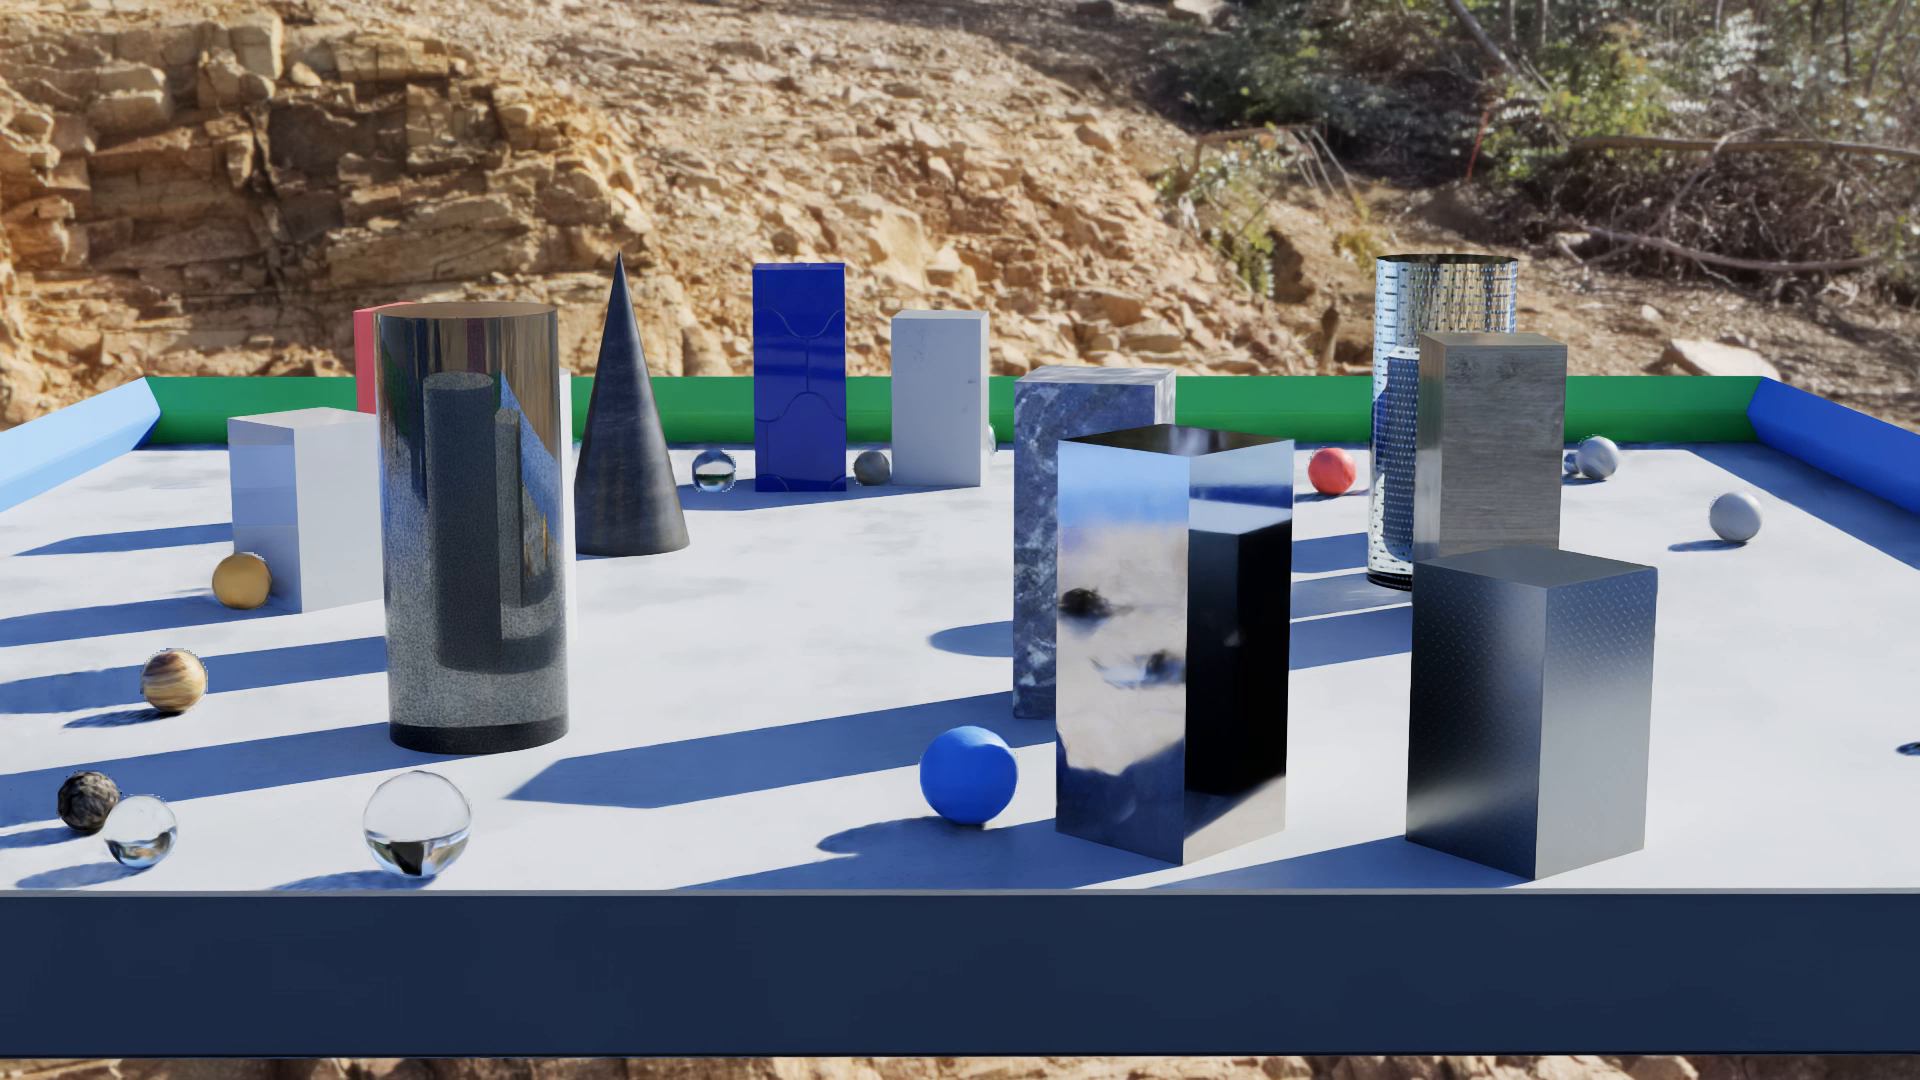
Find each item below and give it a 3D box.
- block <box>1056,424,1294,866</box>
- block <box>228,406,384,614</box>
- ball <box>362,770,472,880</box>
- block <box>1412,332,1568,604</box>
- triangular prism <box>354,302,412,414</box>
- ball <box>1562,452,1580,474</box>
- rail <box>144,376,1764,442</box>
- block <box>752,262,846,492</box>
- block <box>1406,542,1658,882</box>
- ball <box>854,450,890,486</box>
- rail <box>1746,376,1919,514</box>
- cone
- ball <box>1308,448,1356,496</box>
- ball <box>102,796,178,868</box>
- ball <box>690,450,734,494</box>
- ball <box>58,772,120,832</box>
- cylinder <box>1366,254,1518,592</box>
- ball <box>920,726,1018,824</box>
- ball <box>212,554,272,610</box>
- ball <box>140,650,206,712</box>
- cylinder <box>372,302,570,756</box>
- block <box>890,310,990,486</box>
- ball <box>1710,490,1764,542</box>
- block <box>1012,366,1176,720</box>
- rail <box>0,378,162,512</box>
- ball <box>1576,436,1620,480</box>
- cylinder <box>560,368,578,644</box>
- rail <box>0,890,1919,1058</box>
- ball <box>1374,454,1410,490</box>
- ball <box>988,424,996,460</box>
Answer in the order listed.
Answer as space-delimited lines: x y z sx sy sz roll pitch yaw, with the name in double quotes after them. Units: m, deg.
0.202 0.093 2.435 0.157 0.380 0.157 10 14 43 "block"
-0.890 -0.044 3.533 0.157 0.251 0.157 9 14 41 "block"
-0.491 0.258 2.322 0.098 0.098 0.098 0 11 0 "ball"
0.697 -0.080 3.392 0.157 0.372 0.157 0 11 -2 "block"
-0.898 -0.212 4.193 0.170 0.340 0.147 -3 11 -15 "triangular prism"
1.103 -0.138 4.608 0.042 0.042 0.042 0 11 0 "ball"
-0.009 -0.251 4.979 3.154 0.127 0.045 0 11 0 "rail"
-0.277 -0.285 4.472 0.157 0.382 0.157 0 11 -2 "block"
0.533 0.156 2.401 0.157 0.270 0.157 -8 13 -37 "block"
-0.153 -0.125 4.476 0.064 0.064 0.064 0 11 0 "ball"
1.553 0.031 3.458 0.045 0.127 3.160 0 11 0 "rail"
-0.513 -0.215 3.901 0.196 0.452 0.196 0 11 0 "cone"
0.637 -0.118 4.390 0.082 0.082 0.082 0 11 0 "ball"
-0.752 0.268 2.356 0.066 0.066 0.066 0 11 0 "ball"
-0.425 -0.118 4.411 0.075 0.075 0.075 0 11 0 "ball"
-0.838 0.251 2.467 0.058 0.058 0.058 0 11 0 "ball"
0.681 -0.168 3.630 0.196 0.458 0.196 0 11 0 "cylinder"
0.008 0.228 2.487 0.096 0.096 0.096 0 11 0 "ball"
-0.970 0.057 3.464 0.077 0.077 0.077 0 11 0 "ball"
-0.894 0.161 2.918 0.071 0.071 0.071 0 11 0 "ball"
-0.531 -0.018 2.795 0.196 0.467 0.196 0 11 0 "cylinder"
-0.034 -0.253 4.540 0.157 0.293 0.157 1 11 6 "block"
1.197 -0.036 3.955 0.080 0.080 0.080 0 11 0 "ball"
0.154 0.002 2.918 0.157 0.382 0.157 2 11 13 "block"
-1.553 0.034 3.440 0.045 0.127 3.160 0 11 0 "rail"
1.132 -0.145 4.555 0.076 0.076 0.076 0 11 0 "ball"
-0.590 -0.042 3.266 0.196 0.343 0.196 0 11 0 "cylinder"
0.009 0.316 1.919 3.154 0.127 0.045 0 11 0 "rail"
0.747 -0.117 4.445 0.061 0.061 0.061 0 11 0 "ball"
0.017 -0.179 4.678 0.098 0.098 0.098 0 11 0 "ball"
